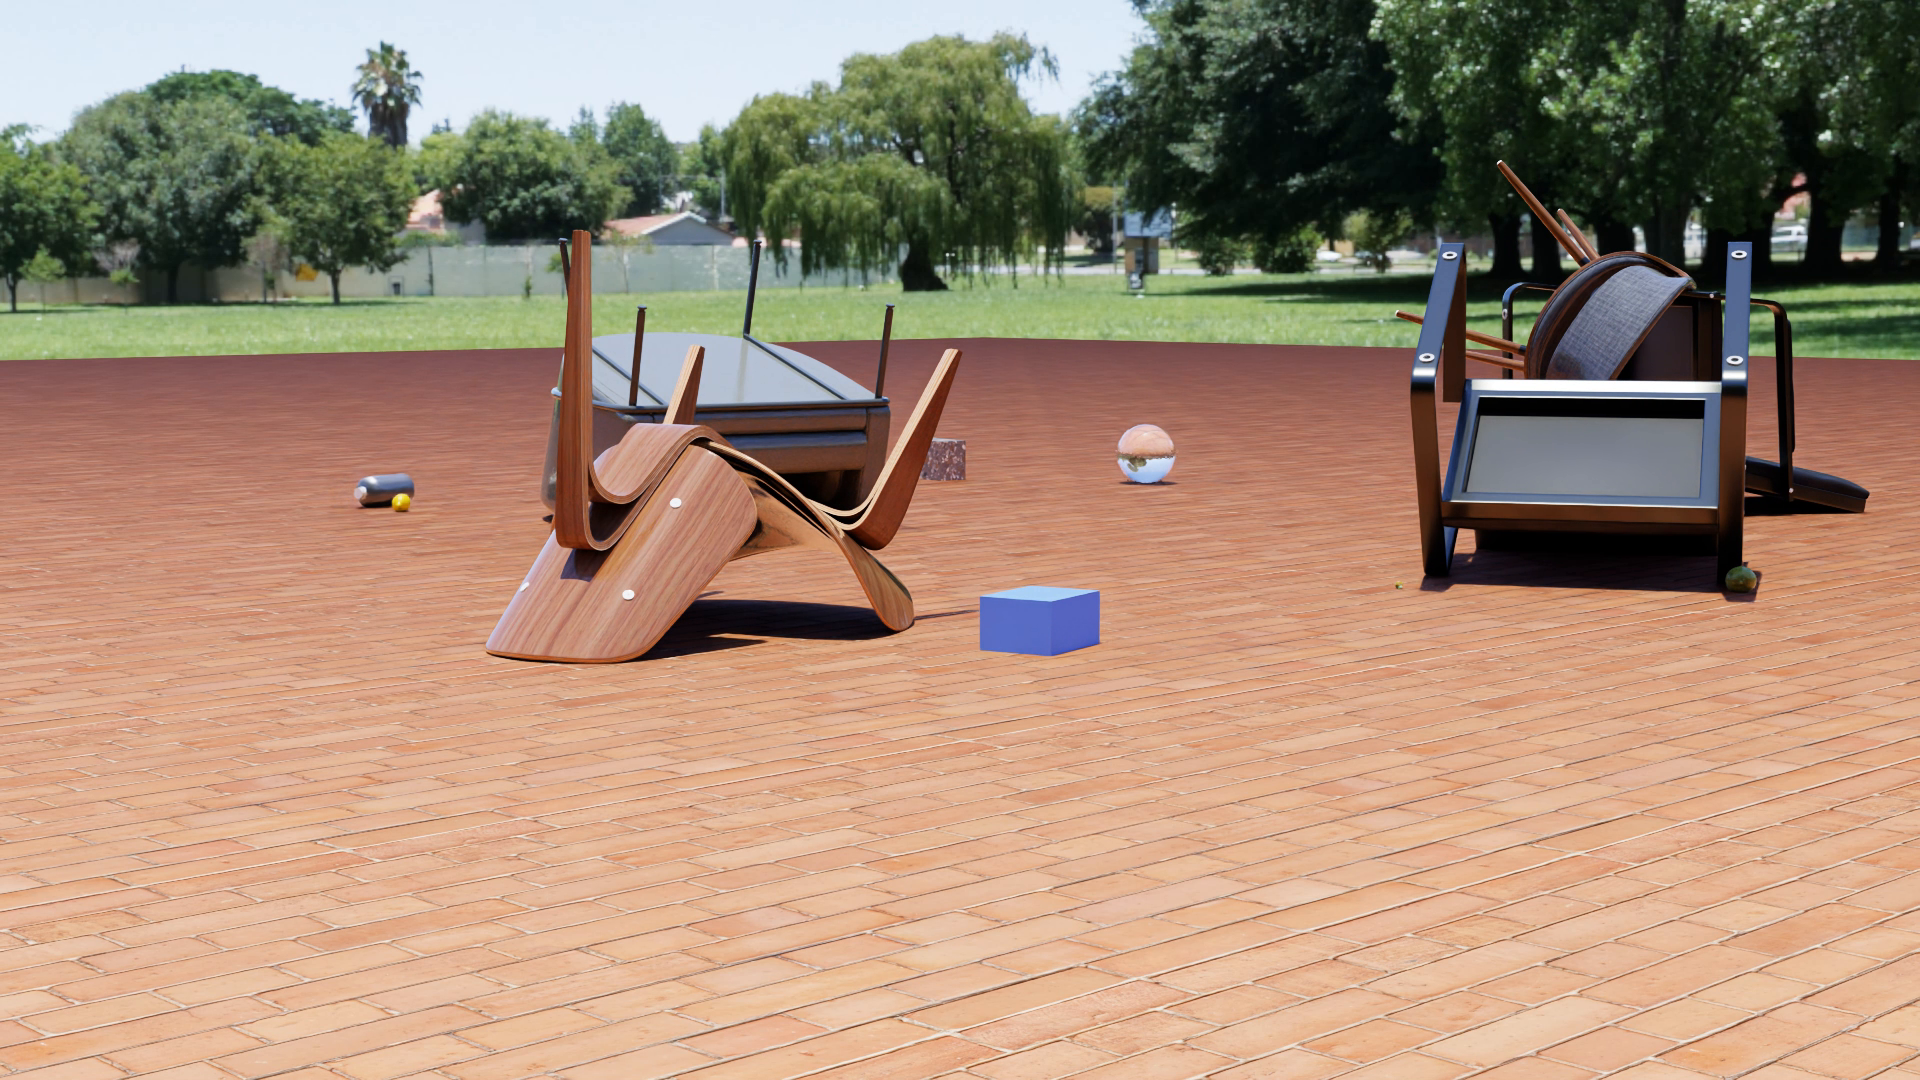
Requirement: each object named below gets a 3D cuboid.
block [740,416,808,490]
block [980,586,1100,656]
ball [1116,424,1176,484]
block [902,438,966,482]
[{"bbox_3d":[-0.578,-0.270,7.970,0.172,0.217,0.125,5,8,41],"label":"block"},{"bbox_3d":[0.143,0.143,4.560,0.143,0.096,0.181,4,7,31],"label":"block"},{"bbox_3d":[0.592,-0.274,8.157,0.188,0.188,0.188,0,6,0],"label":"ball"},{"bbox_3d":[-0.085,-0.264,8.356,0.099,0.127,0.209,-5,7,-38],"label":"block"}]
